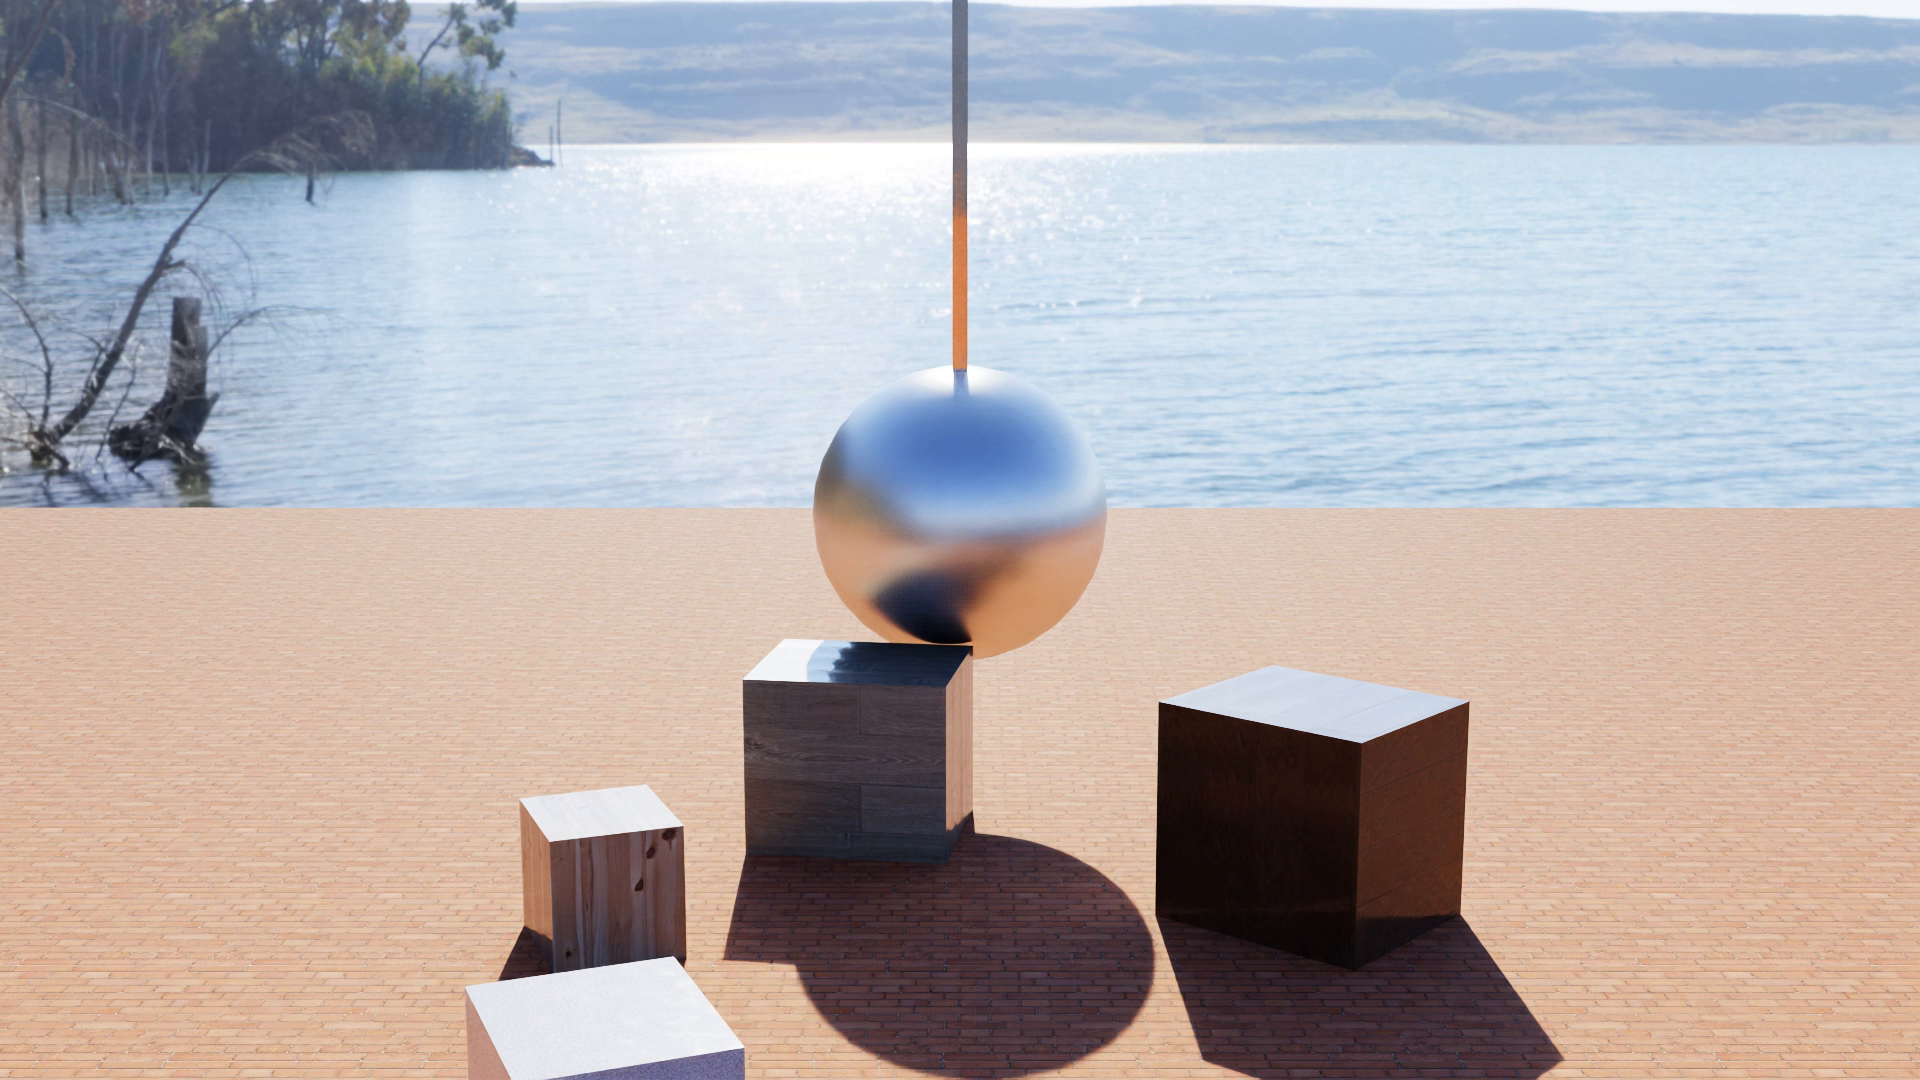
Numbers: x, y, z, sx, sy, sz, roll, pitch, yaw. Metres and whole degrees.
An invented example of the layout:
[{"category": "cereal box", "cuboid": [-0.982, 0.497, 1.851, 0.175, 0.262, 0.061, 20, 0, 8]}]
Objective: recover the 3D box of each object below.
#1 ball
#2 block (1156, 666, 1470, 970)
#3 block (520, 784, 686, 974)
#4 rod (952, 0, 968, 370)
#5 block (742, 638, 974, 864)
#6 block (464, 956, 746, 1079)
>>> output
[{"category": "ball", "cuboid": [0.000, -0.147, 11.927, 1.600, 1.600, 1.600, 0, 10, 0]}, {"category": "block", "cuboid": [1.598, 1.224, 10.012, 1.052, 1.009, 0.933, 9, 14, 40]}, {"category": "block", "cuboid": [-1.582, 1.488, 9.716, 0.580, 0.596, 0.662, -4, 11, -22]}, {"category": "rod", "cuboid": [0.000, -3.388, 10.900, 0.080, 5.200, 0.080, 0, 18, 0]}, {"category": "block", "cuboid": [-0.500, 1.059, 11.238, 1.012, 0.896, 0.897, 2, 10, 9]}, {"category": "block", "cuboid": [-1.143, 1.887, 7.045, 0.706, 0.767, 0.824, -4, 11, -22]}]
